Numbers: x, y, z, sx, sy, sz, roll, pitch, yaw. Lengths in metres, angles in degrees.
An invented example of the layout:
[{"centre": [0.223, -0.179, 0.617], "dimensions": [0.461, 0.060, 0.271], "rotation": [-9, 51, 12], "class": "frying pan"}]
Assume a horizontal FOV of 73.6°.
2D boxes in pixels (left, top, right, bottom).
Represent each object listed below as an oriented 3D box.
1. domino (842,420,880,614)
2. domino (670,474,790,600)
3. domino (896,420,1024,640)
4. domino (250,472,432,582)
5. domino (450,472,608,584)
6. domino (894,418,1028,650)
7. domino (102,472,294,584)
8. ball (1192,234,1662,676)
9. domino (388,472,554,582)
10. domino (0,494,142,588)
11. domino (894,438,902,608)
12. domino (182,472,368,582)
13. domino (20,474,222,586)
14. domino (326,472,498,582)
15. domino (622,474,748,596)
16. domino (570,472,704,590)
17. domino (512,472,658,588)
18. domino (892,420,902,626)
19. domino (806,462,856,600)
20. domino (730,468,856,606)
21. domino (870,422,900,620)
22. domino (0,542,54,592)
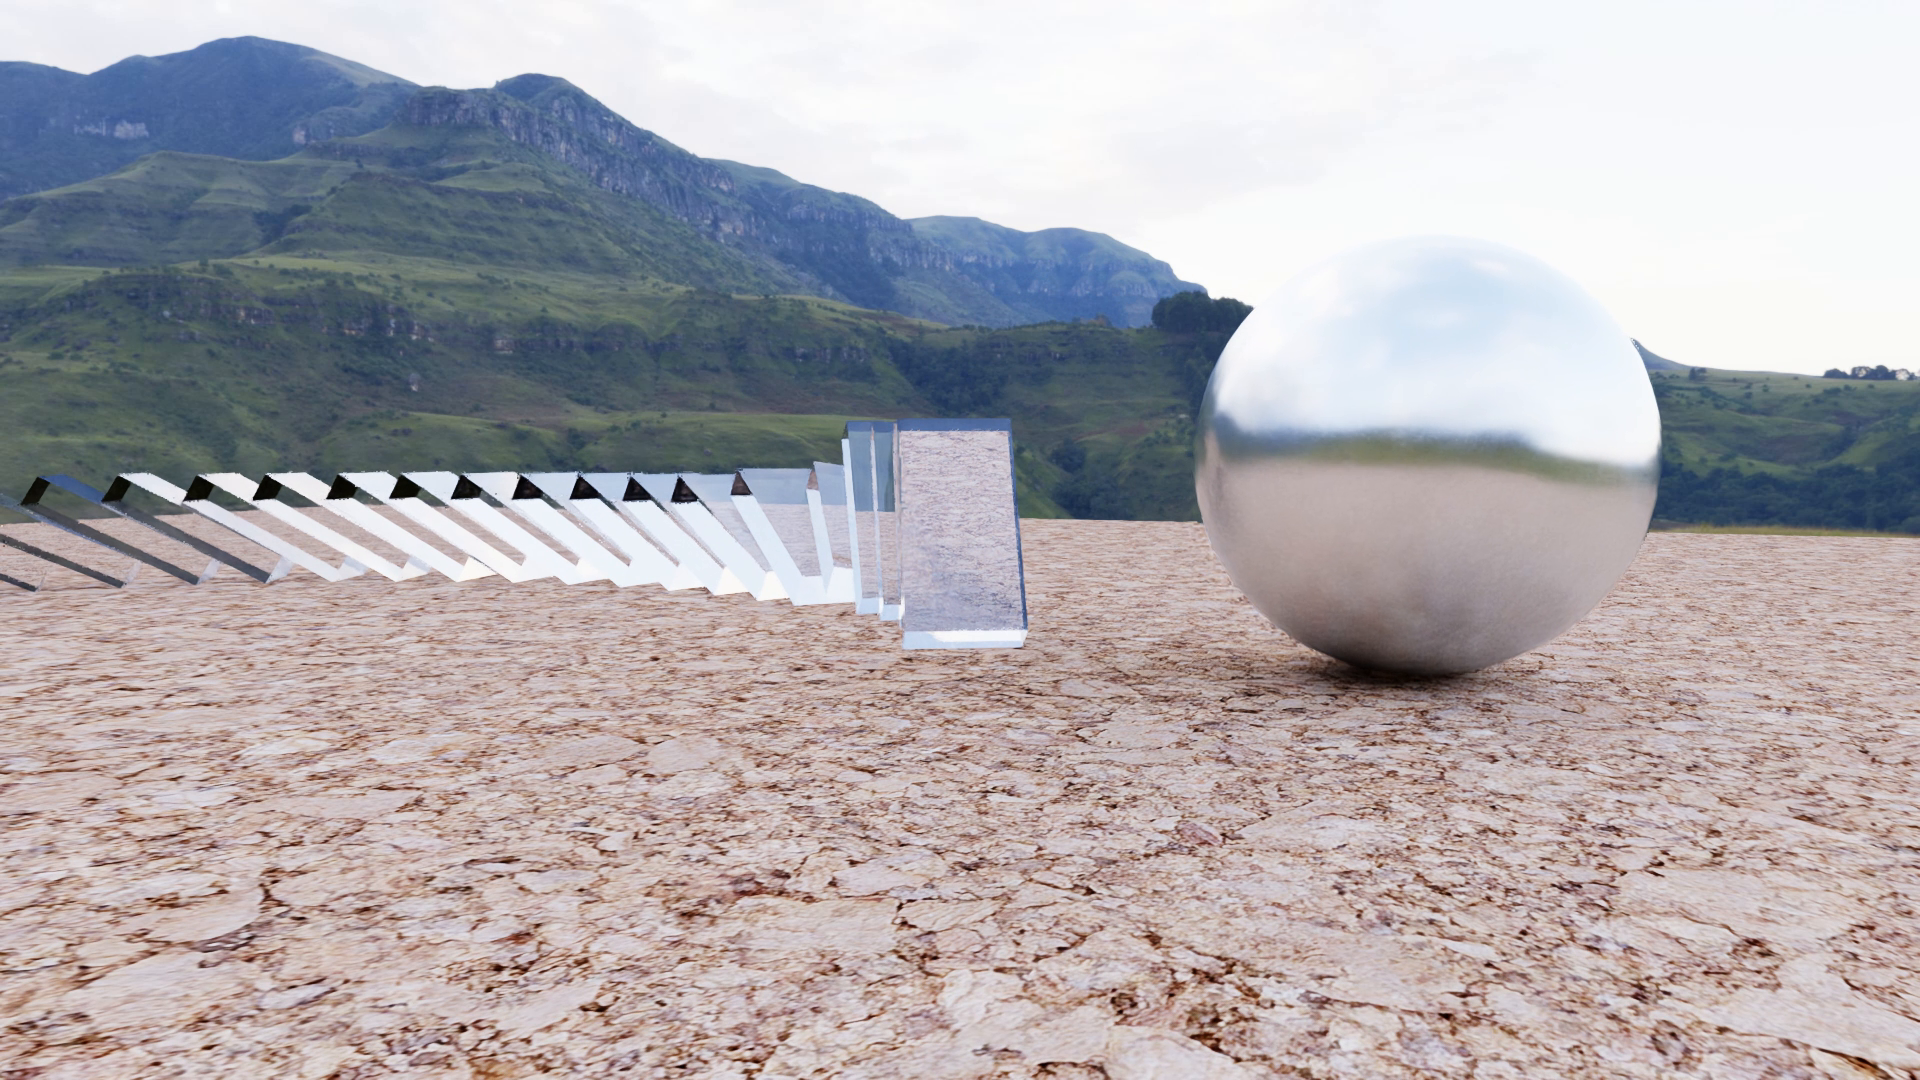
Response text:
[{"centre": [-0.015, -0.006, 0.329], "dimensions": [0.025, 0.050, 0.009], "rotation": [0, -26, -14], "class": "domino"}, {"centre": [-0.060, -0.002, 0.370], "dimensions": [0.025, 0.009, 0.050], "rotation": [-4, 36, -44], "class": "domino"}, {"centre": [-0.001, -0.003, 0.285], "dimensions": [0.025, 0.050, 0.009], "rotation": [0, -26, -6], "class": "domino"}, {"centre": [-0.194, -0.005, 0.407], "dimensions": [0.050, 0.009, 0.025], "rotation": [30, 3, -3], "class": "domino"}, {"centre": [-0.133, -0.004, 0.405], "dimensions": [0.050, 0.009, 0.025], "rotation": [33, 14, 15], "class": "domino"}, {"centre": [0.000, -0.002, 0.274], "dimensions": [0.025, 0.050, 0.009], "rotation": [0, -26, -6], "class": "domino"}, {"centre": [-0.233, -0.004, 0.397], "dimensions": [0.050, 0.009, 0.025], "rotation": [30, -3, -14], "class": "domino"}, {"centre": [0.083, -0.015, 0.235], "dimensions": [0.080, 0.080, 0.080], "rotation": [0, 4, 0], "class": "ball"}, {"centre": [-0.153, -0.005, 0.408], "dimensions": [0.050, 0.009, 0.025], "rotation": [32, 11, 9], "class": "domino"}, {"centre": [-0.270, -0.002, 0.378], "dimensions": [0.050, 0.009, 0.025], "rotation": [29, -9, -25], "class": "domino"}, {"centre": [-0.002, -0.004, 0.296], "dimensions": [0.025, 0.050, 0.010], "rotation": [0, -26, -6], "class": "domino"}, {"centre": [-0.213, -0.004, 0.405], "dimensions": [0.050, 0.009, 0.025], "rotation": [30, 2, -6], "class": "domino"}, {"centre": [-0.252, -0.003, 0.389], "dimensions": [0.050, 0.009, 0.025], "rotation": [30, -6, -19], "class": "domino"}, {"centre": [-0.173, -0.005, 0.410], "dimensions": [0.050, 0.009, 0.025], "rotation": [31, 8, 5], "class": "domino"}, {"centre": [-0.076, -0.003, 0.382], "dimensions": [0.050, 0.010, 0.025], "rotation": [39, 27, 31], "class": "domino"}, {"centre": [-0.093, -0.004, 0.392], "dimensions": [0.050, 0.009, 0.025], "rotation": [37, 23, 26], "class": "domino"}, {"centre": [-0.113, -0.004, 0.400], "dimensions": [0.050, 0.009, 0.025], "rotation": [34, 18, 21], "class": "domino"}, {"centre": [-0.003, -0.004, 0.307], "dimensions": [0.025, 0.050, 0.010], "rotation": [0, -26, -6], "class": "domino"}, {"centre": [-0.026, -0.002, 0.349], "dimensions": [0.025, 0.009, 0.050], "rotation": [7, 33, -19], "class": "domino"}, {"centre": [-0.043, -0.002, 0.357], "dimensions": [0.025, 0.010, 0.050], "rotation": [-2, 38, -33], "class": "domino"}, {"centre": [-0.008, -0.005, 0.318], "dimensions": [0.025, 0.050, 0.009], "rotation": [-1, -26, -9], "class": "domino"}, {"centre": [-0.288, -0.001, 0.365], "dimensions": [0.050, 0.009, 0.025], "rotation": [30, -12, -30], "class": "domino"}]
